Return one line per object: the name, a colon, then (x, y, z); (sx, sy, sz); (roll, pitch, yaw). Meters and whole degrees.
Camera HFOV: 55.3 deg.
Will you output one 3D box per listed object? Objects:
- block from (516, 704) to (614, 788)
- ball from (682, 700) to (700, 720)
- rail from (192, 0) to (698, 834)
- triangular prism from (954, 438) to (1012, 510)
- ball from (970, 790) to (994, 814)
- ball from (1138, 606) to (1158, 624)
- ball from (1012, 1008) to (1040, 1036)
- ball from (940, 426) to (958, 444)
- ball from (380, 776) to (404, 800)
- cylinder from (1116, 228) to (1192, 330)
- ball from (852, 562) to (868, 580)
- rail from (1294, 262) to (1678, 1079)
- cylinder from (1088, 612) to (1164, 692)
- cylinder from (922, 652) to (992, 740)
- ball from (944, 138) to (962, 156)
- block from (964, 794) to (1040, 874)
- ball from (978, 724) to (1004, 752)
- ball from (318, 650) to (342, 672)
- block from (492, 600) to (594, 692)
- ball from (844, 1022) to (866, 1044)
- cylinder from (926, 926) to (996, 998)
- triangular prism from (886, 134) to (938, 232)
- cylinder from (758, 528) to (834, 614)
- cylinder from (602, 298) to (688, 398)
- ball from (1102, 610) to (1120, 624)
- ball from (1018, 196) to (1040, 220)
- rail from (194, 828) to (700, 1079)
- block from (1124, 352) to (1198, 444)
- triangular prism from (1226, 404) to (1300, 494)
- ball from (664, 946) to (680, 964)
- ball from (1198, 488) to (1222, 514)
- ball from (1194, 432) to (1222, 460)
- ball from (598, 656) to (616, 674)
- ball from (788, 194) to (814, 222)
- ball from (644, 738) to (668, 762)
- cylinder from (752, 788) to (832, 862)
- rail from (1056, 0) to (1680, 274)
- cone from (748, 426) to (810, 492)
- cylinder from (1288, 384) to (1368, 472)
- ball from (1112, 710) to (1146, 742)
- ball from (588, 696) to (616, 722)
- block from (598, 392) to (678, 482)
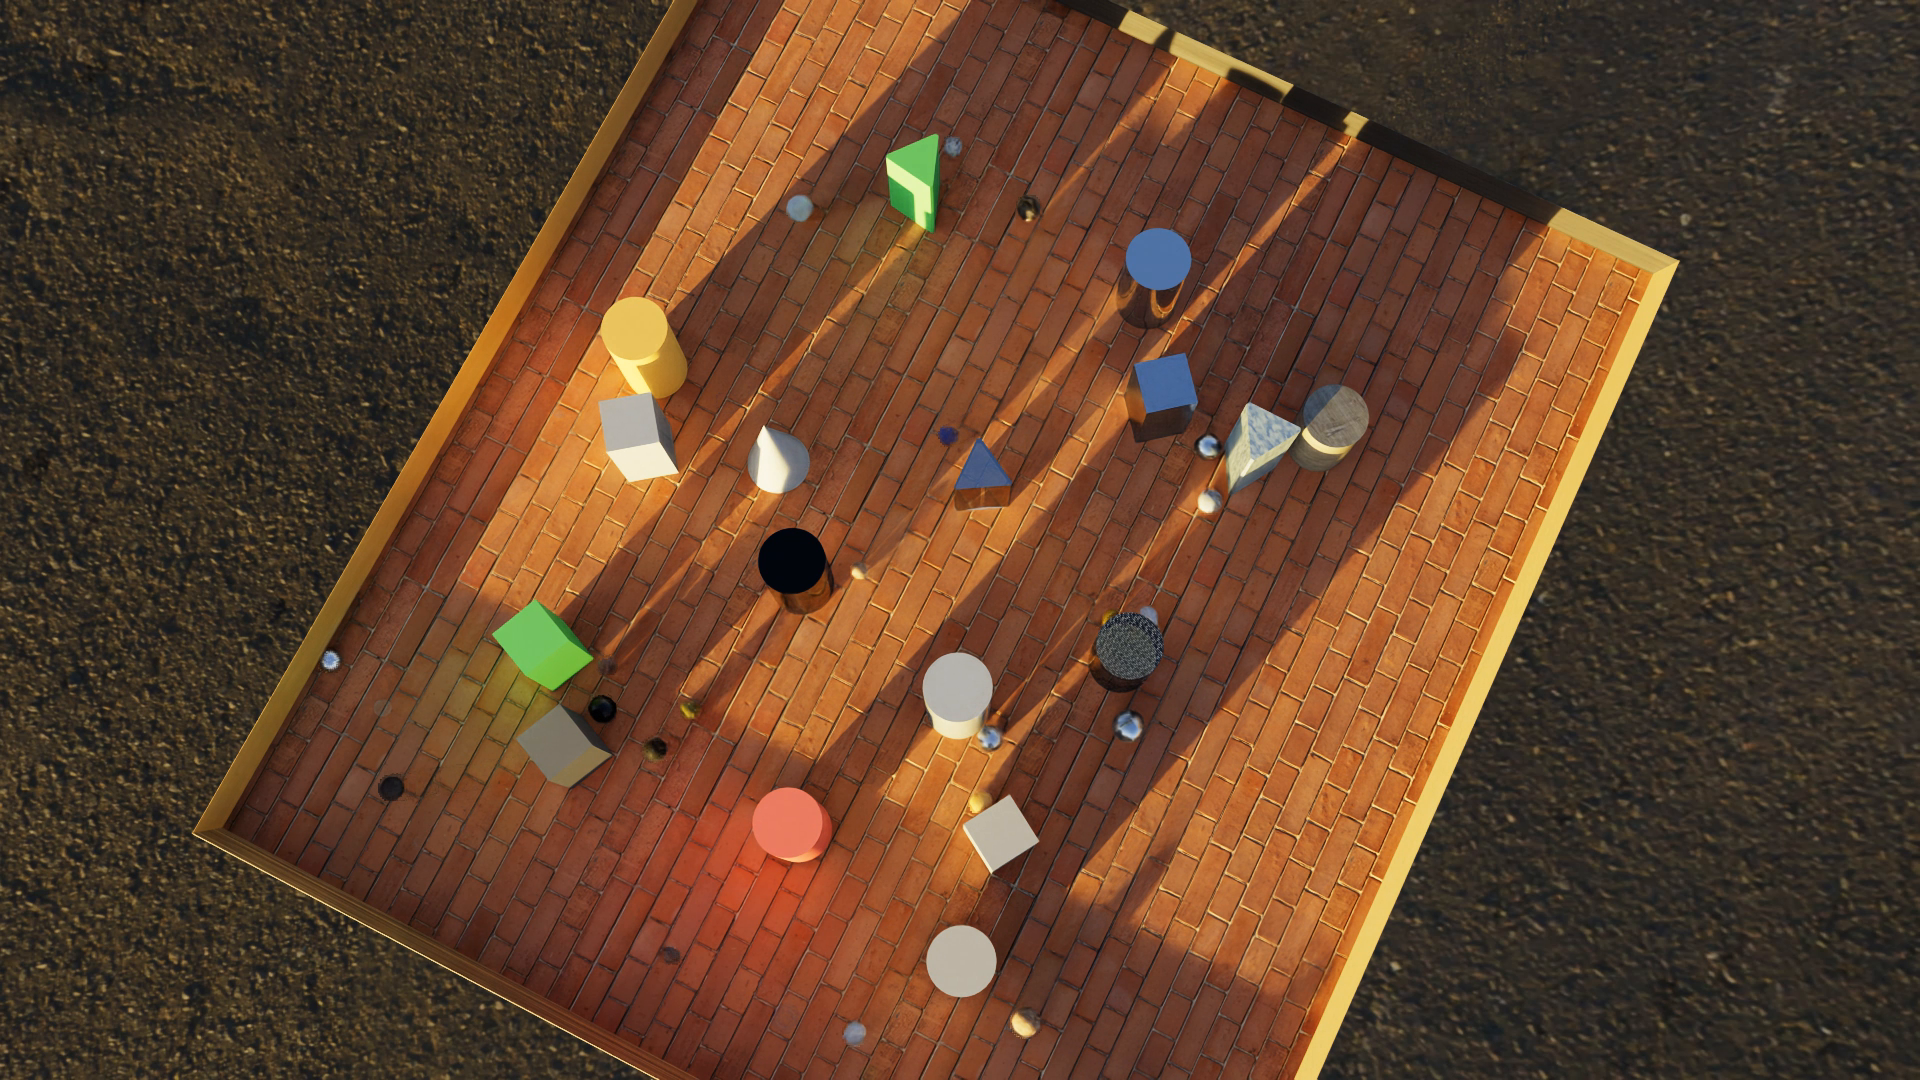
block: (-1.144, 0.603, 5.326); (0.155, 0.325, 0.155); (-39, 81, -7)
ball: (-0.806, 0.509, 5.483); (0.056, 0.056, 0.056); (0, 78, 0)
rail: (-1.410, -0.684, 5.693); (0.045, 0.126, 3.558); (26, 80, 5)
triangular prism: (0.062, -0.199, 5.508); (0.168, 0.293, 0.145); (-5, 78, -1)
ball: (0.065, 0.776, 5.422); (0.067, 0.067, 0.067); (0, 78, 0)
ball: (0.566, 0.235, 5.534); (0.067, 0.067, 0.067); (0, 78, 0)
ball: (0.191, 1.391, 5.287); (0.081, 0.081, 0.081); (0, 78, 0)
ball: (-0.032, -0.322, 5.655); (0.055, 0.055, 0.055); (0, 78, 0)
ball: (-1.683, 0.735, 5.430); (0.067, 0.067, 0.067); (0, 78, 0)
cylinder: (0.587, -0.793, 5.594); (0.194, 0.366, 0.194); (0, 78, 0)
ball: (-0.304, 0.095, 5.571); (0.051, 0.051, 0.051); (0, 78, 0)
rail: (1.410, 0.697, 5.407); (0.045, 0.126, 3.558); (26, 80, 5)
cylinder: (0.485, 0.334, 5.385); (0.194, 0.318, 0.194); (0, 78, 0)
cylinder: (-0.006, 0.454, 5.279); (0.194, 0.476, 0.194); (0, 78, 0)
ball: (-0.022, -1.253, 5.846); (0.059, 0.059, 0.059); (0, 78, 0)
block: (0.116, 0.852, 5.294); (0.155, 0.286, 0.155); (-32, 80, -6)
ball: (0.092, 0.589, 5.453); (0.082, 0.082, 0.082); (0, 78, 0)
ball: (-1.893, 0.363, 5.508); (0.065, 0.065, 0.065); (0, 78, 0)
block: (-1.214, 0.313, 5.362); (0.155, 0.372, 0.155); (-40, 81, -8)
ball: (-0.302, 1.423, 5.290); (0.064, 0.064, 0.064); (0, 78, 0)
cylinder: (0.004, 1.194, 5.211); (0.194, 0.309, 0.194); (0, 78, 0)
triangular prism: (-0.110, -1.119, 5.657); (0.168, 0.375, 0.145); (35, 80, 7)
cylinder: (-0.481, 0.096, 5.412); (0.194, 0.362, 0.194); (0, 78, 0)
cylinder: (-0.948, -0.575, 5.531); (0.194, 0.401, 0.194); (0, 78, 0)
ball: (0.458, 0.237, 5.539); (0.057, 0.057, 0.057); (0, 78, 0)
ball: (0.217, -1.047, 5.796); (0.074, 0.074, 0.074); (0, 78, 0)
rail: (-0.785, 1.544, 5.232); (3.201, 0.126, 0.045); (26, 80, 5)
block: (0.603, -0.424, 5.529); (0.155, 0.344, 0.155); (-12, 79, -3)
triangular prism: (0.862, -0.287, 5.448); (0.168, 0.447, 0.145); (-32, 80, -6)
ball: (-0.841, 1.209, 5.342); (0.048, 0.048, 0.048); (0, 78, 0)
ball: (0.765, -0.119, 5.603); (0.074, 0.074, 0.074); (0, 78, 0)
ball: (0.763, -0.288, 5.634); (0.083, 0.083, 0.083); (0, 78, 0)
ball: (-1.061, 0.377, 5.511); (0.054, 0.054, 0.054); (0, 78, 0)
ball: (-0.504, -1.049, 5.792); (0.081, 0.081, 0.081); (0, 78, 0)
ball: (-0.905, 0.623, 5.453); (0.069, 0.069, 0.069); (0, 78, 0)
cylinder: (-0.476, 0.820, 5.248); (0.194, 0.389, 0.194); (0, 78, 0)
rail: (0.785, -1.531, 5.868); (3.201, 0.126, 0.045); (26, 80, 5)
cone: (-0.561, -0.283, 5.453); (0.194, 0.435, 0.194); (0, 78, 0)
cylinder: (1.107, -0.335, 5.535); (0.194, 0.295, 0.194); (0, 78, 0)
ball: (0.503, 0.553, 5.453); (0.097, 0.097, 0.097); (0, 78, 0)
ball: (-1.068, 0.504, 5.471); (0.080, 0.080, 0.080); (0, 78, 0)
block: (-0.960, -0.305, 5.491); (0.155, 0.369, 0.155); (-11, 79, -2)
